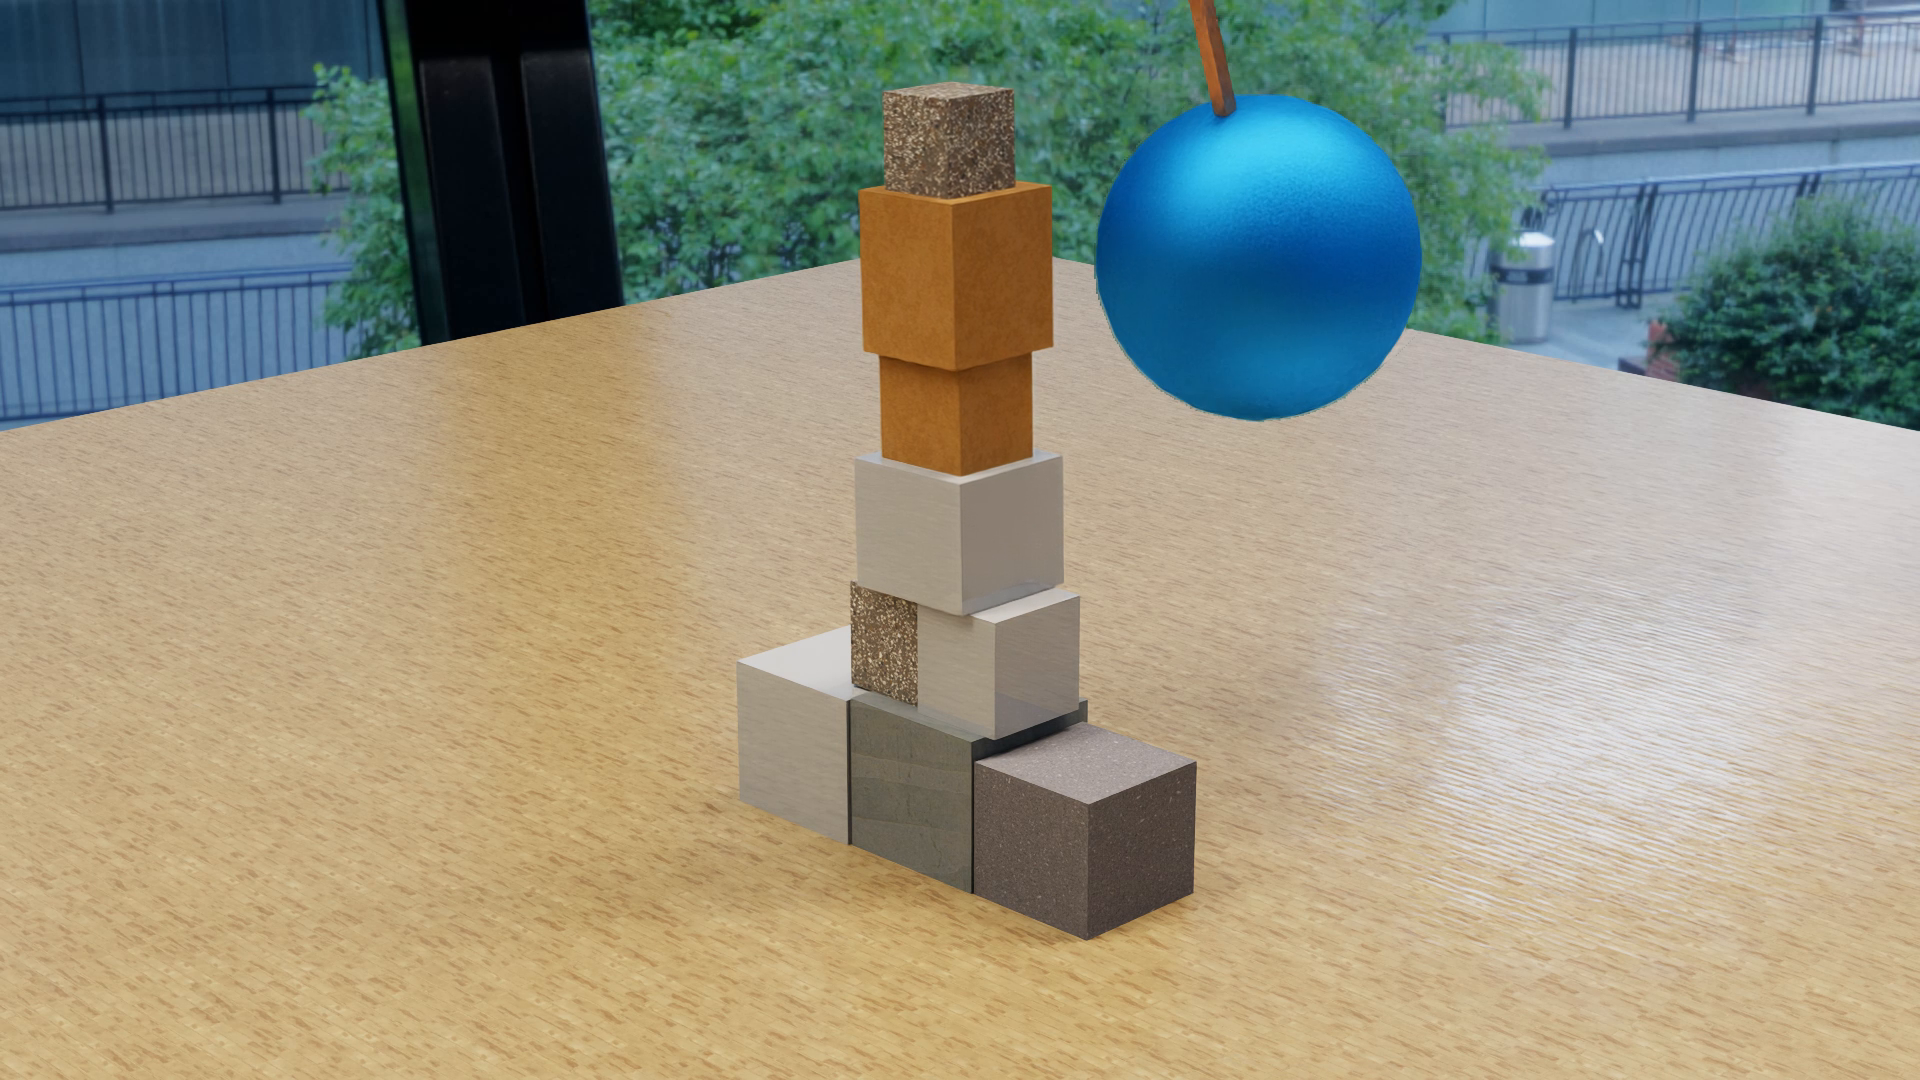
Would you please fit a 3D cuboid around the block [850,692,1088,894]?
[{"bbox_3d":[0.042,1.085,13.665,0.765,0.736,0.788,-17,24,-42],"label":"block"}]

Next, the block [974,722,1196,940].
[{"bbox_3d":[0.560,1.293,13.161,0.712,0.642,0.692,-17,24,-42],"label":"block"}]

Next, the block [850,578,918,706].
[{"bbox_3d":[-0.167,0.431,13.672,0.482,0.507,0.487,-17,24,-42],"label":"block"}]

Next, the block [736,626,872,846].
[{"bbox_3d":[-0.519,0.923,14.200,0.797,0.724,0.775,-17,24,-42],"label":"block"}]

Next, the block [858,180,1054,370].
[{"bbox_3d":[-0.014,-1.202,13.005,0.621,0.726,0.582,-17,22,-42],"label":"block"}]

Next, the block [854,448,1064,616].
[{"bbox_3d":[-0.003,-0.087,13.323,0.659,0.604,0.677,-17,22,-42],"label":"block"}]

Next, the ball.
[{"bbox_3d":[1.467,-1.390,14.442,1.600,1.600,1.600,0,17,0],"label":"ball"}]

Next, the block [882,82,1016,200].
[{"bbox_3d":[-0.047,-1.751,12.820,0.414,0.431,0.396,-17,22,-42],"label":"block"}]

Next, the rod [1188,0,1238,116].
[{"bbox_3d":[0.636,-4.184,12.693,0.080,5.200,0.080,17,44,42],"label":"rod"}]

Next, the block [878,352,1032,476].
[{"bbox_3d":[-0.017,-0.612,13.163,0.459,0.495,0.506,-17,22,-42],"label":"block"}]

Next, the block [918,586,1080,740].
[{"bbox_3d":[0.176,0.519,13.320,0.551,0.551,0.490,-17,24,-42],"label":"block"}]
